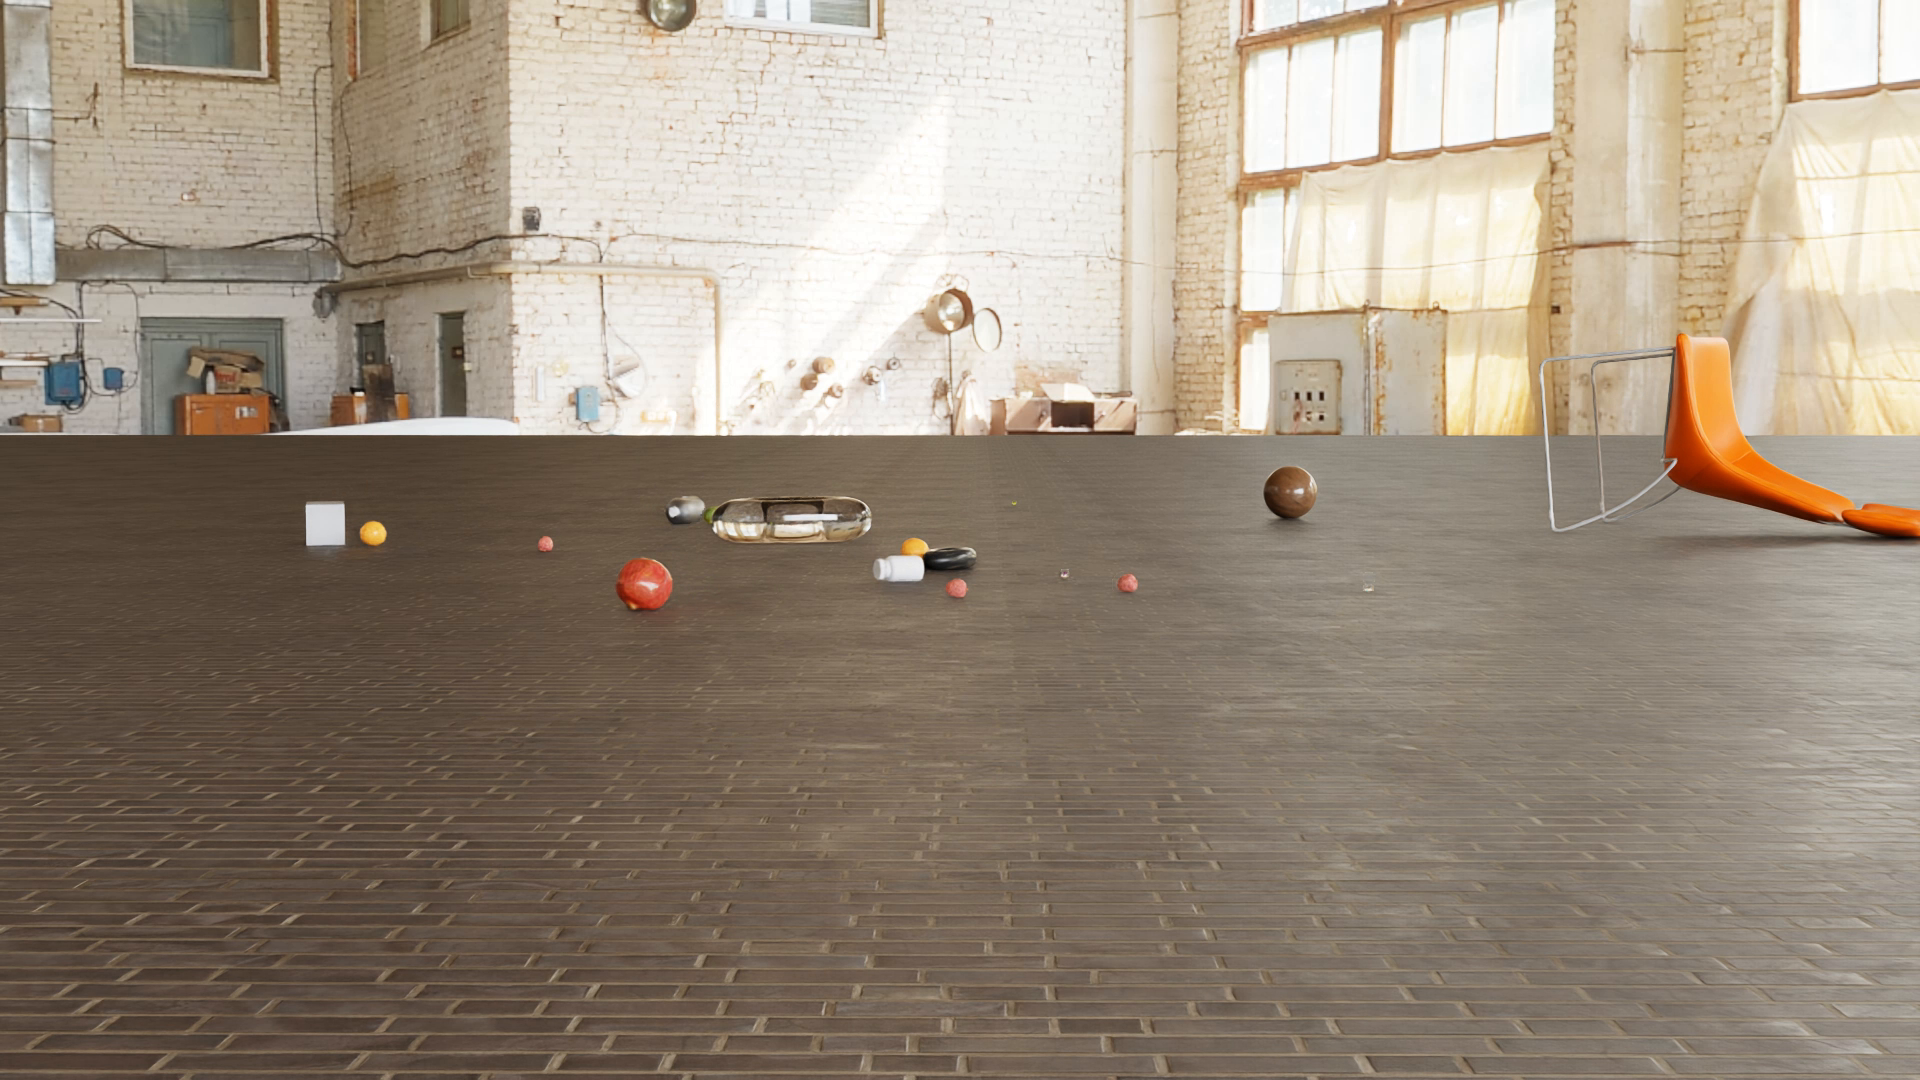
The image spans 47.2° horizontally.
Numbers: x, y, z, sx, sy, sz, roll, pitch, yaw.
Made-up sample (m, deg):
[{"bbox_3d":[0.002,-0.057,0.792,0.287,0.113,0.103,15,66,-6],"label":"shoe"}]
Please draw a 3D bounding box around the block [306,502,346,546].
[{"bbox_3d":[-1.854,-0.050,6.425,0.106,0.116,0.193,-1,4,-16],"label":"block"}]

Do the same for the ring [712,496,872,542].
[{"bbox_3d":[-0.496,-0.059,6.503,0.479,0.127,0.204,-1,6,-11],"label":"ring"}]

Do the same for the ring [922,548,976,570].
[{"bbox_3d":[-0.026,0.047,5.507,0.110,0.050,0.184,1,5,35],"label":"ring"}]

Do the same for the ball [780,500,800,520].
[{"bbox_3d":[-0.579,-0.100,7.500,0.069,0.069,0.069,0,4,0],"label":"ball"}]

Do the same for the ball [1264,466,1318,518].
[{"bbox_3d":[1.141,-0.165,7.604,0.185,0.185,0.185,0,4,0],"label":"ball"}]
